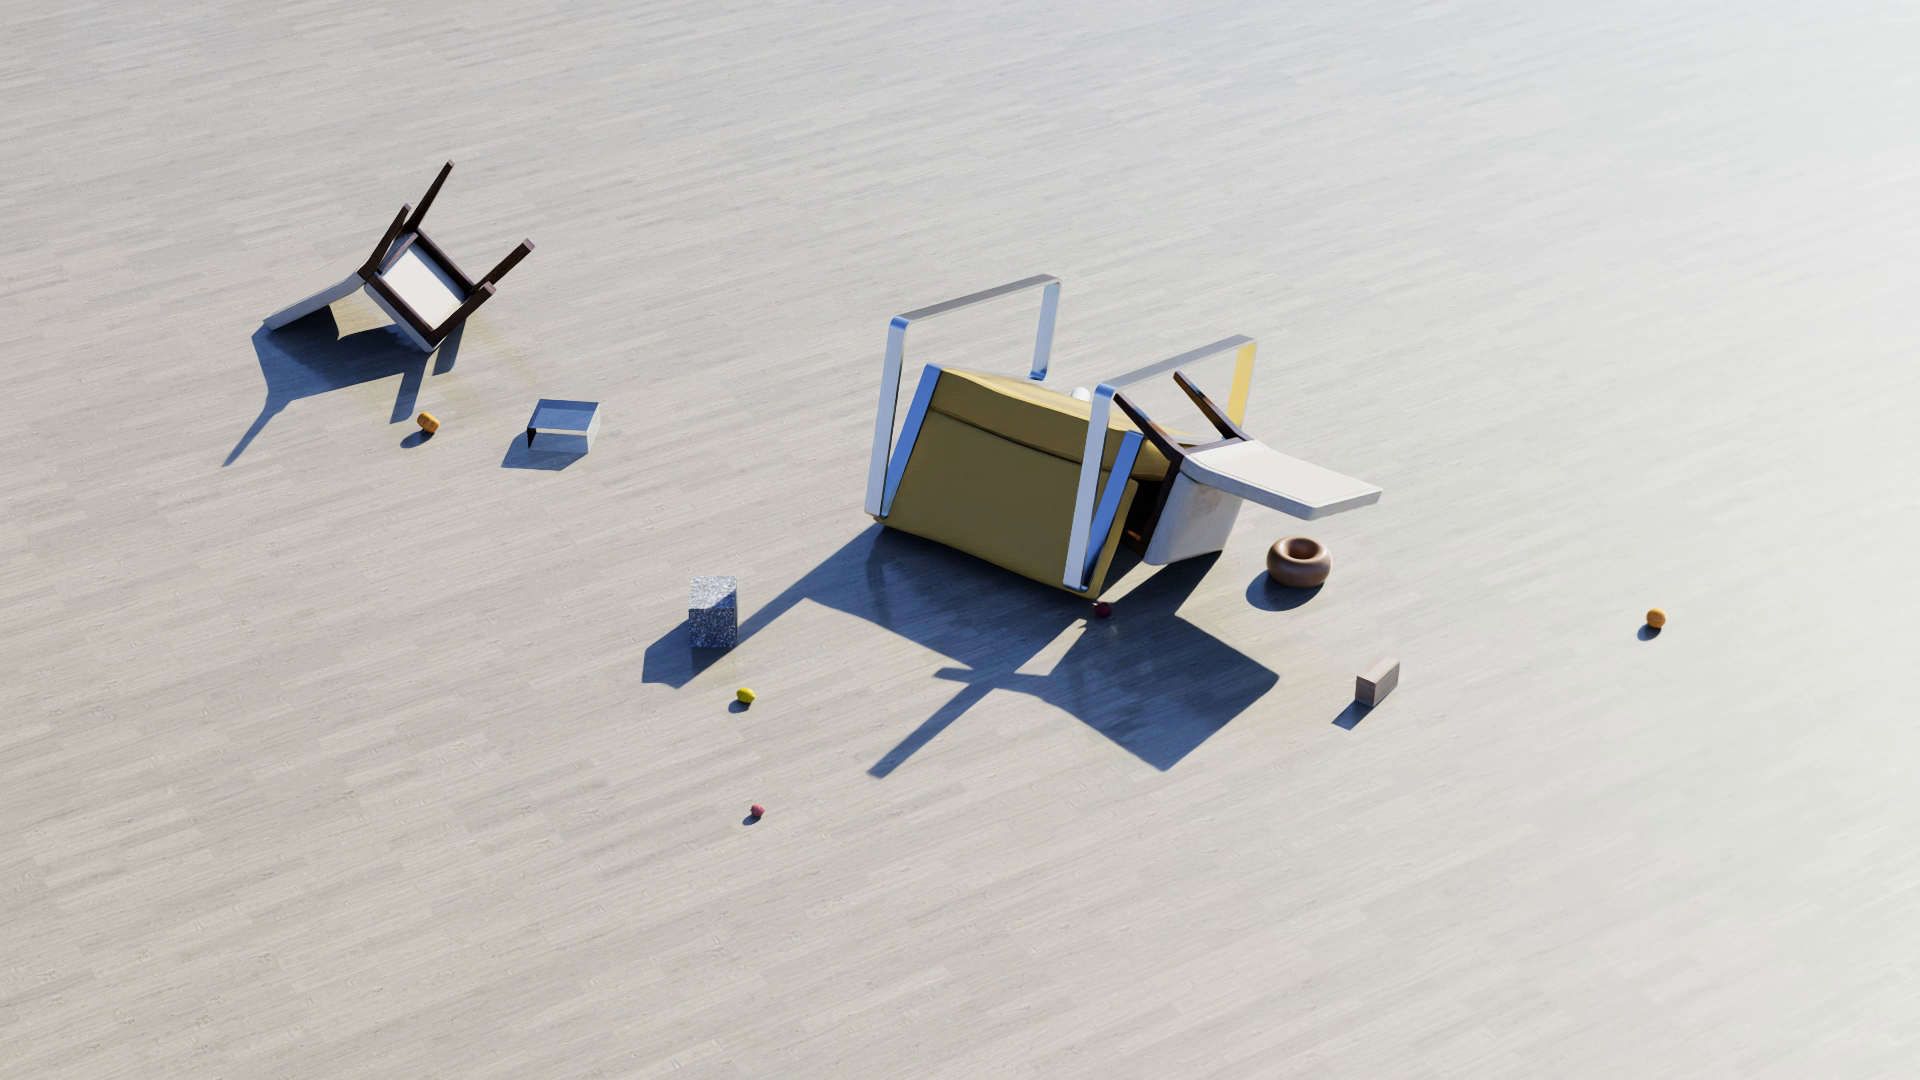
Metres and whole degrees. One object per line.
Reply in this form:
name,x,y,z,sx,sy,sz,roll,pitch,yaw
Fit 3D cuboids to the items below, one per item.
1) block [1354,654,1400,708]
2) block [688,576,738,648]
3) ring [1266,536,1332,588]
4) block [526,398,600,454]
block,1.440,0.484,10.116,0.076,0.103,0.163,23,40,31
block,-0.875,0.253,10.409,0.159,0.166,0.203,-1,33,-1
ring,1.240,0.080,10.717,0.242,0.118,0.231,1,35,-1
block,-1.558,-0.449,11.533,0.239,0.101,0.221,4,34,6
